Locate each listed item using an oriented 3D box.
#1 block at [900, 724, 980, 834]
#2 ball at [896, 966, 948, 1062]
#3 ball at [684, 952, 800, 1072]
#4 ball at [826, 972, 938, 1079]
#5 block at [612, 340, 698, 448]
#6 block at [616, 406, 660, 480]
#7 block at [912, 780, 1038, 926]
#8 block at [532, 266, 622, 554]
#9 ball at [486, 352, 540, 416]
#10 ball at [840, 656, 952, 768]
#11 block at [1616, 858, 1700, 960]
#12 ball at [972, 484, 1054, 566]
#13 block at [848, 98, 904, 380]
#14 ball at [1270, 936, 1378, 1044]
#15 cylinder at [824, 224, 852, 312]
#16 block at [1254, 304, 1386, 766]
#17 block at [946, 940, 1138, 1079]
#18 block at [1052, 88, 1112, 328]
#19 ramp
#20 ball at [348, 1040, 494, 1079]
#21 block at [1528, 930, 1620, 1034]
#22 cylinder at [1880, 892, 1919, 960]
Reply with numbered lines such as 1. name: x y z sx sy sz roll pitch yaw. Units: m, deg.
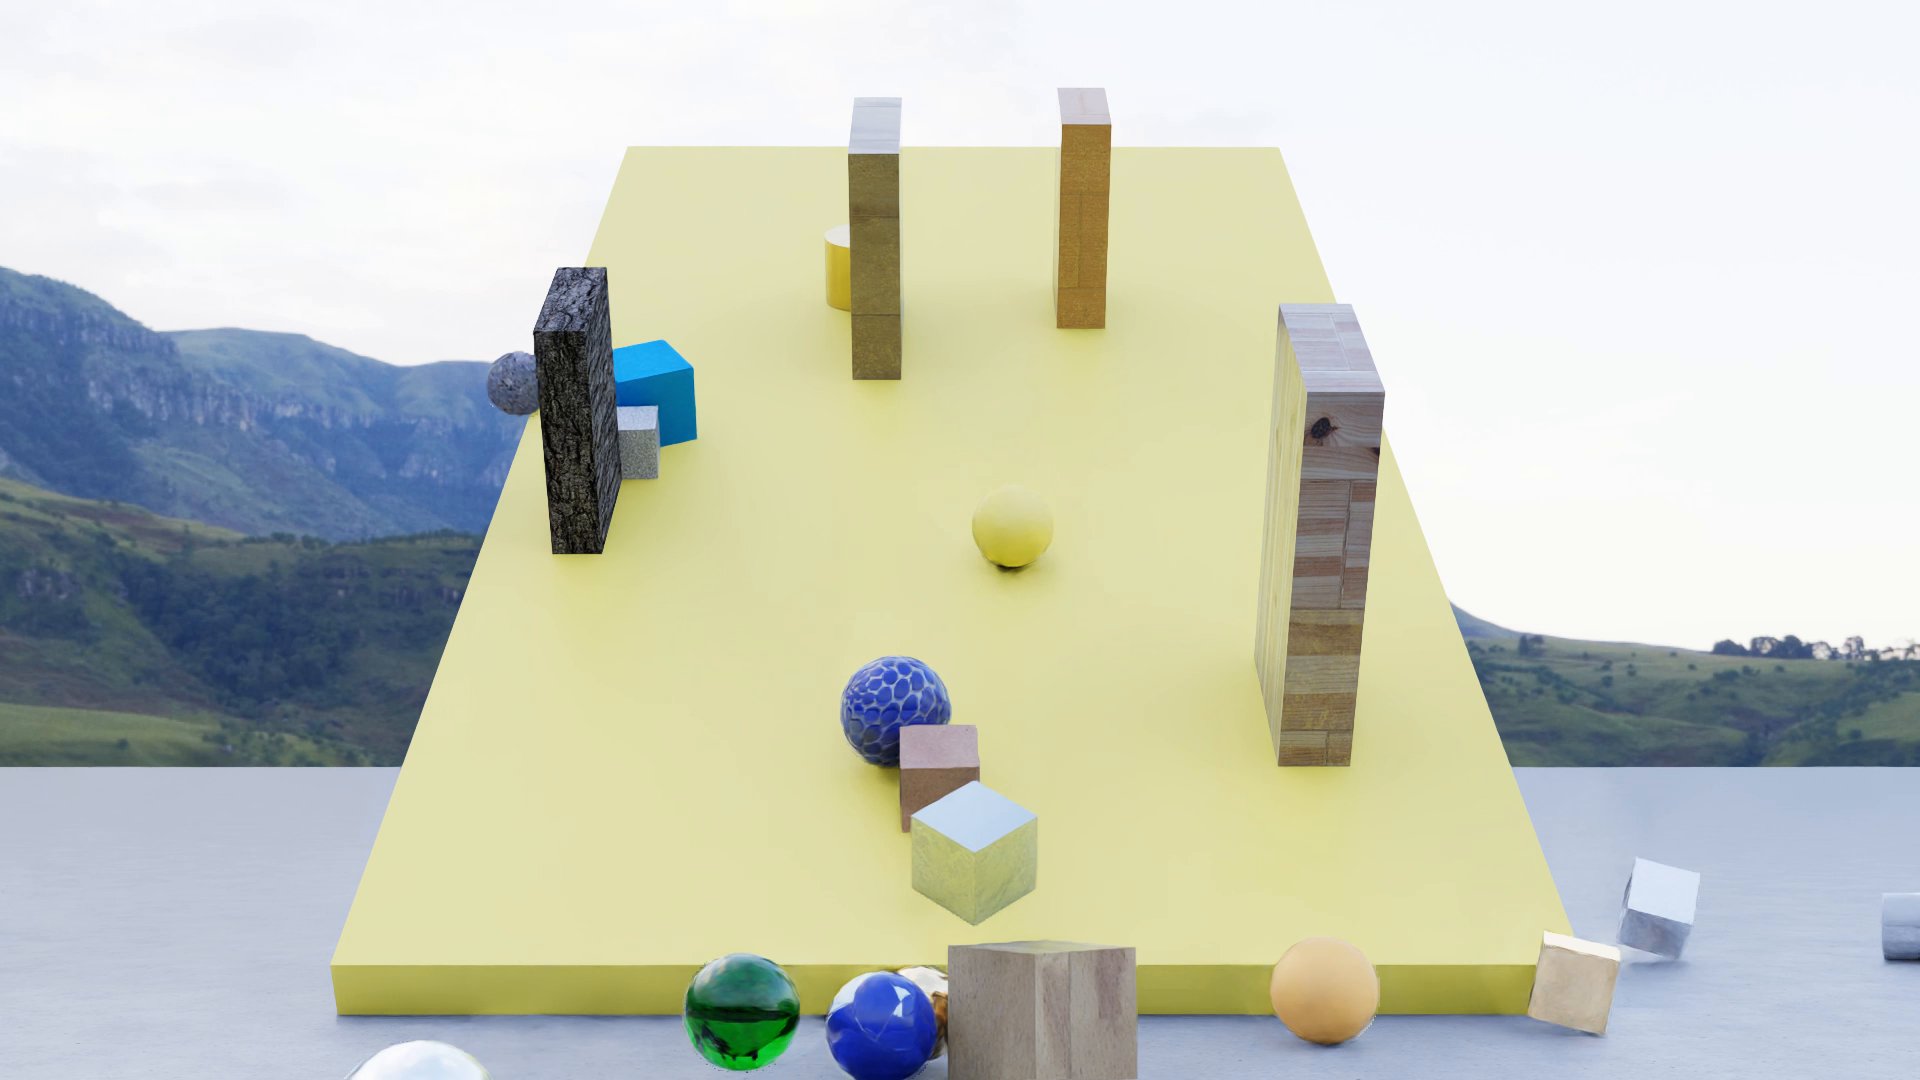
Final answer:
1. block: -0.036 0.415 4.154 0.134 0.134 0.134 -1 28 -2
2. ball: -0.054 0.624 3.146 0.126 0.126 0.126 0 -5 0
3. ball: -0.277 0.599 3.033 0.149 0.149 0.149 0 -5 0
4. ball: -0.099 0.617 3.021 0.142 0.142 0.142 0 -5 0
5. block: -0.728 -0.330 5.494 0.181 0.181 0.181 -14 31 -25
6. block: -0.737 -0.218 5.347 0.122 0.122 0.122 -2 28 -3
7. block: 0.024 0.517 3.951 0.147 0.147 0.147 -25 37 -39
8. block: -0.804 -0.276 5.046 0.104 0.507 0.347 0 28 0
9. ball: -1.033 -0.367 5.595 0.151 0.151 0.151 0 -5 0
10. ball: -0.116 0.307 4.284 0.202 0.202 0.202 0 -5 0
11. block: 1.429 0.755 4.892 0.129 0.129 0.129 14 -41 13
12. ball: 0.110 -0.030 4.948 0.171 0.171 0.171 0 -5 0
13. block: -0.202 -0.742 5.850 0.118 0.574 0.424 0 28 0
14. ball: 0.527 0.651 3.455 0.155 0.155 0.155 0 -5 0
15. cylinder: -0.262 -0.709 6.208 0.178 0.178 0.178 0 28 0
16. block: 0.639 -0.009 4.306 0.130 0.743 0.382 0 28 0
17. block: 0.104 0.605 3.045 0.171 0.171 0.171 4 -7 -40
18. block: 0.308 -0.846 6.085 0.123 0.540 0.296 0 28 0
19. ramp: -0.011 -0.222 5.594 2.000 0.100 4.000 0 28 0
20. ball: -0.487 0.530 2.149 0.156 0.156 0.156 0 -5 0
21. block: 0.921 0.664 3.586 0.113 0.113 0.113 12 3 14
22. cylinder: 1.968 0.792 4.891 0.138 0.138 0.138 -3 -6 27
